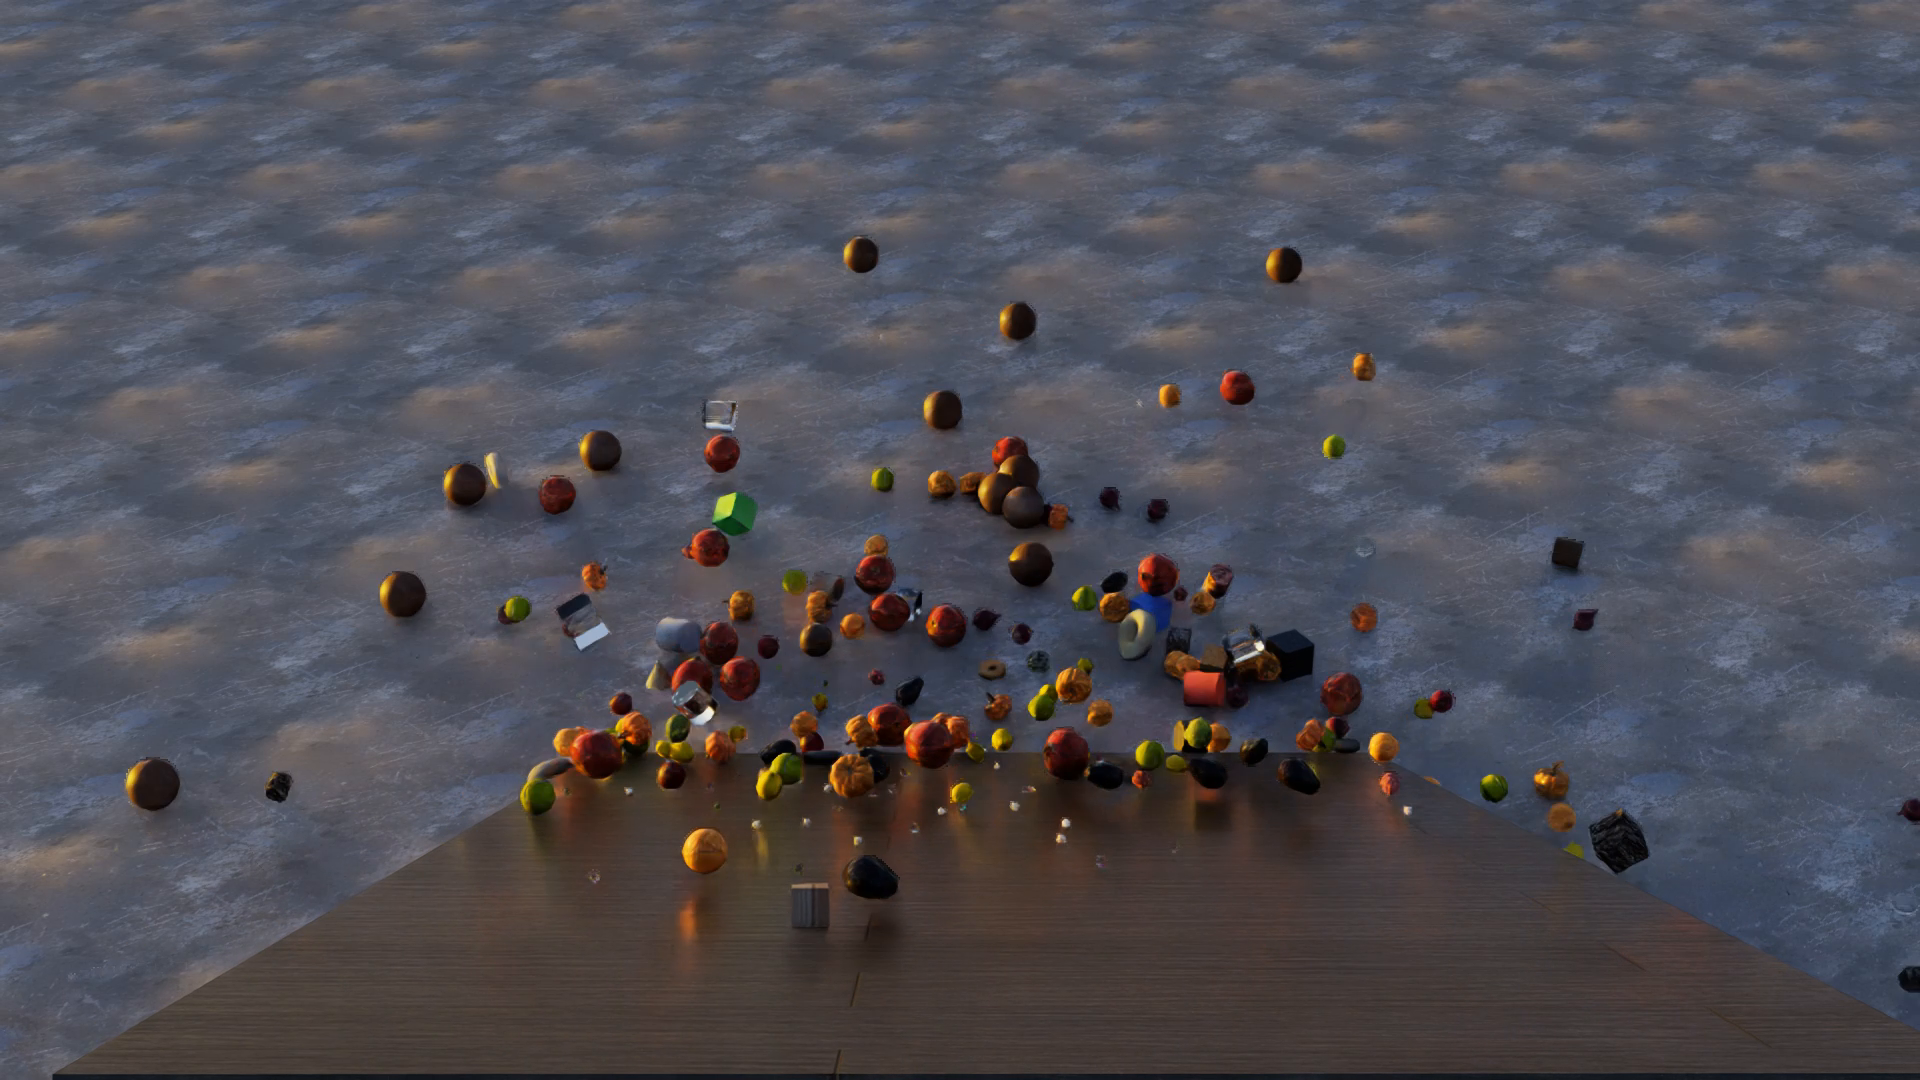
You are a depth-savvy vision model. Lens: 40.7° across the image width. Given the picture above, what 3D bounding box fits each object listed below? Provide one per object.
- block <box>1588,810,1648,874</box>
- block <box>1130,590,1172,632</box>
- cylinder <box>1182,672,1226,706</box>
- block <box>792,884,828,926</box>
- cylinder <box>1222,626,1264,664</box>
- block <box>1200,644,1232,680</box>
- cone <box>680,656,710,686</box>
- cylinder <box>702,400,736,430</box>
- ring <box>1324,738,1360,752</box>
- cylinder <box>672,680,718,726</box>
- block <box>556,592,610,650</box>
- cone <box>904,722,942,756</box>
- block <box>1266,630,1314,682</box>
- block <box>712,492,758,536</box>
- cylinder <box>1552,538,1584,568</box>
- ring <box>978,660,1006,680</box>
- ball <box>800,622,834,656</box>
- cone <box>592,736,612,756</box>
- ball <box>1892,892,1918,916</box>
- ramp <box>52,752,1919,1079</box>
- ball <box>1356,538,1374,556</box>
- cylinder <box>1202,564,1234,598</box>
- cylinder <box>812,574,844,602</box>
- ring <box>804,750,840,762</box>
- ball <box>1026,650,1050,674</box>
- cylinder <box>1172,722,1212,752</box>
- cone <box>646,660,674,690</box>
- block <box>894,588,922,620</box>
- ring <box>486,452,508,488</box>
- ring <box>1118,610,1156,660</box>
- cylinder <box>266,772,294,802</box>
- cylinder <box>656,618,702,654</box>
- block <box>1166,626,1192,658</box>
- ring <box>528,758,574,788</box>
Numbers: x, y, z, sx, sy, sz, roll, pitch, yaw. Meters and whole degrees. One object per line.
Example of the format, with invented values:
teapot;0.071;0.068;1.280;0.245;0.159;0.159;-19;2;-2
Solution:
block;1.588;0.727;6.239;0.092;0.092;0.092;-35;33;26
block;0.541;0.206;7.340;0.082;0.082;0.082;26;39;38
cylinder;0.656;0.400;6.947;0.093;0.093;0.093;-2;28;22
block;-0.214;0.521;3.700;0.053;0.053;0.053;0;0;-4
cylinder;0.704;0.260;6.439;0.076;0.076;0.076;-23;22;23
block;0.701;0.339;7.096;0.068;0.068;0.068;13;53;19
cone;-0.711;0.376;7.090;0.080;0.080;0.080;41;43;12
cylinder;-0.781;-0.404;8.383;0.093;0.093;0.093;3;30;5
ring;0.993;0.533;6.725;0.097;0.032;0.097;1;-2;0
cylinder;-0.696;0.426;6.781;0.085;0.085;0.085;-26;36;21
block;-1.050;0.225;7.205;0.095;0.095;0.095;-31;48;-7
cone;-0.096;0.526;6.567;0.096;0.096;0.096;1;21;3
block;0.909;0.318;7.135;0.093;0.093;0.093;-15;33;-24
block;-0.674;-0.077;7.755;0.087;0.087;0.087;-17;49;42
cylinder;1.790;0.039;7.625;0.076;0.076;0.076;15;33;17
ring;0.087;0.357;7.134;0.081;0.027;0.081;-1;31;0
ball;-0.400;0.278;7.202;0.096;0.096;0.096;0;30;0
cone;-0.912;0.536;6.591;0.054;0.054;0.054;-2;27;-4
ball;2.267;0.872;6.208;0.059;0.059;0.059;0;30;0
ramp;0.067;0.598;4.656;2.000;0.100;4.000;0;0;0
ball;1.202;0.022;7.687;0.055;0.055;0.055;0;30;0
cylinder;0.742;0.119;7.442;0.070;0.070;0.070;8;52;-11
cylinder;-0.381;0.136;7.471;0.069;0.069;0.069;12;32;21
ring;-0.340;0.533;6.371;0.089;0.030;0.089;-1;-4;0
ball;0.217;0.335;7.132;0.066;0.066;0.066;0;30;0
cylinder;0.595;0.503;6.608;0.077;0.077;0.077;5;28;-18
cone;-0.824;0.358;7.082;0.076;0.076;0.076;0;30;0
block;-0.150;0.184;7.398;0.063;0.063;0.063;11;32;18
ring;-1.438;-0.215;8.036;0.039;0.118;0.118;-17;34;-19
ring;0.490;0.263;7.173;0.049;0.146;0.146;19;20;-30
cylinder;-1.735;0.629;6.594;0.054;0.054;0.054;5;44;9
cylinder;-0.782;0.265;7.199;0.093;0.093;0.093;6;27;39
block;0.610;0.284;7.228;0.058;0.058;0.058;8;31;14
ring;-1.007;0.576;6.371;0.115;0.115;0.038;-15;67;-24
